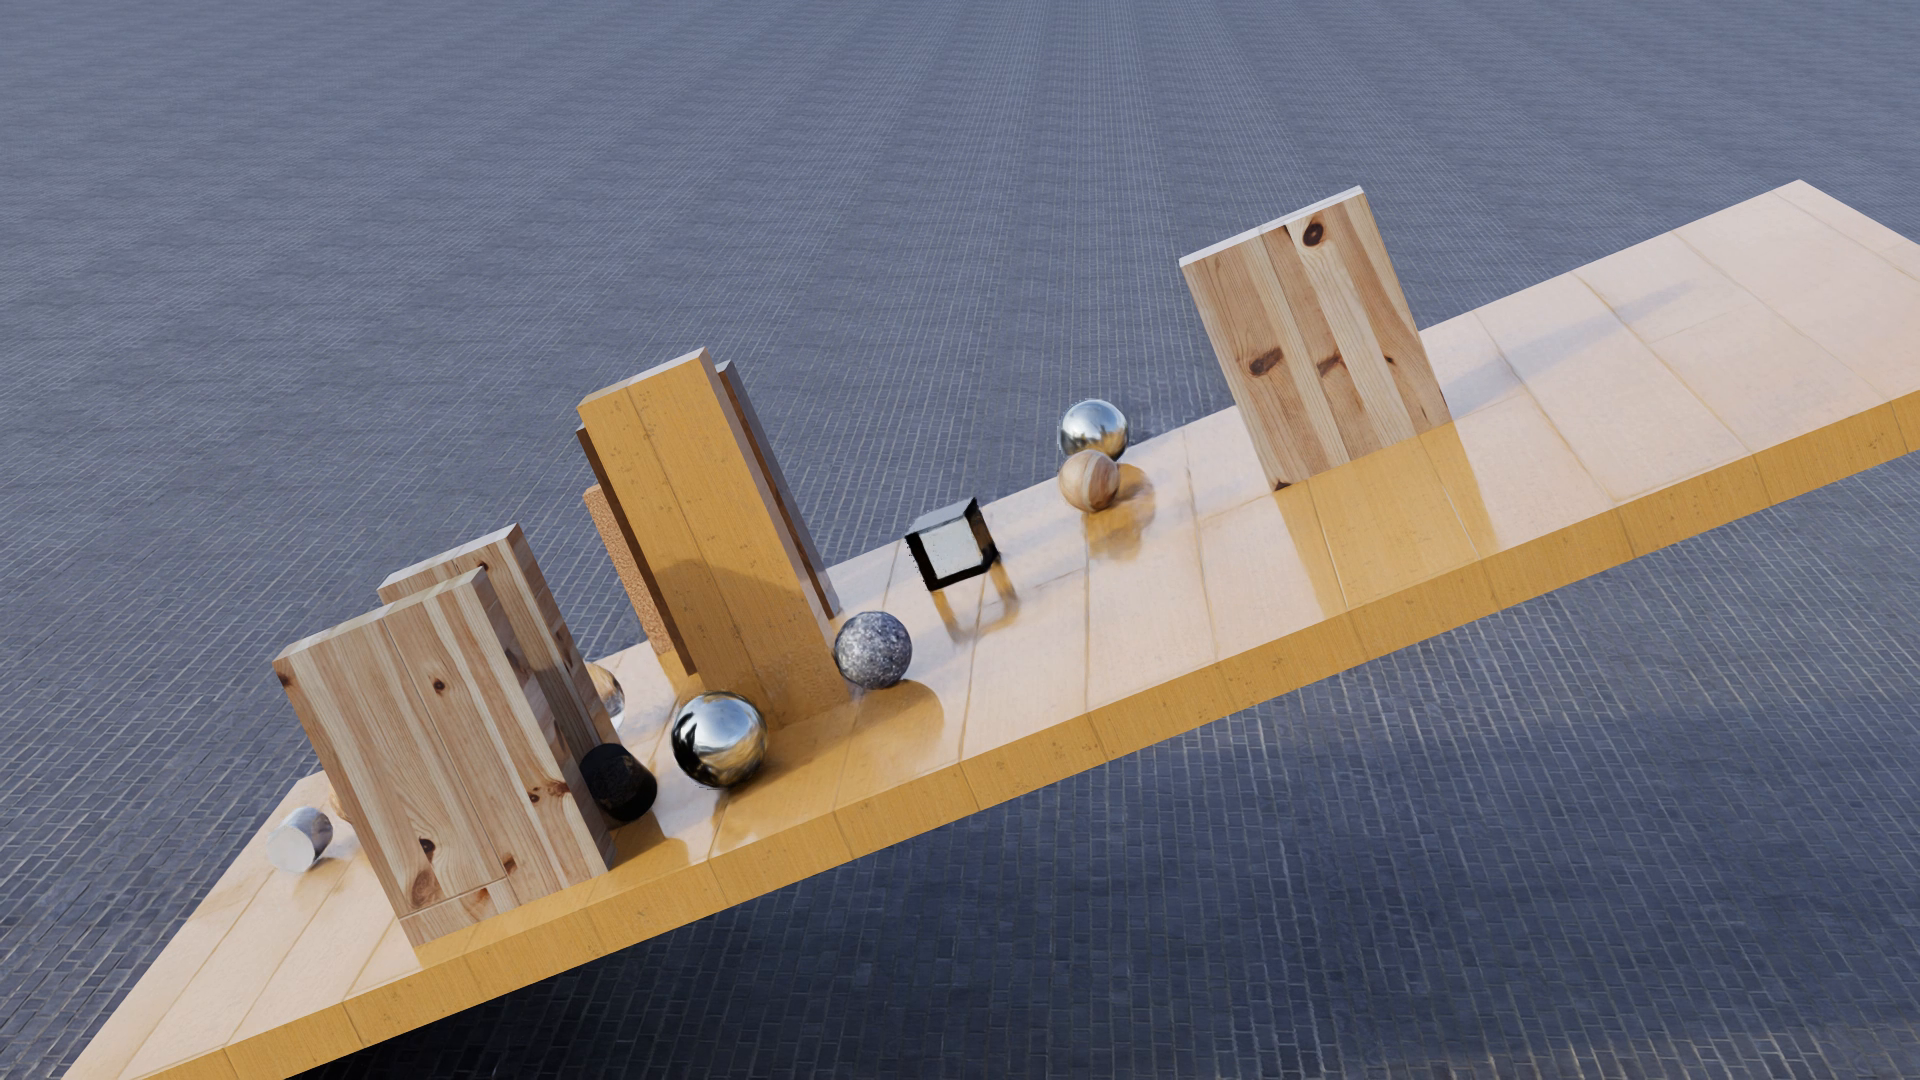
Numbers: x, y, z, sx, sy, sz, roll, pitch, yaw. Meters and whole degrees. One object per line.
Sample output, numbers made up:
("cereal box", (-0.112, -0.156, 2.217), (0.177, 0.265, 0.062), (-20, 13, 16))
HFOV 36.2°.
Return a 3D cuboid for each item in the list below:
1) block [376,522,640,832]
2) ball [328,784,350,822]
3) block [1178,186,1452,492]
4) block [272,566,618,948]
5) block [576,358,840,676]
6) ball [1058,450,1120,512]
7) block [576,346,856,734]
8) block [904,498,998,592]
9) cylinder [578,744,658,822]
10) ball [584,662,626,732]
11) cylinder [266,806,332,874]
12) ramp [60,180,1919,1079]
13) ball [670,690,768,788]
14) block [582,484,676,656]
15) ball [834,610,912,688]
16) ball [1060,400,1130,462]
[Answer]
("block", (-0.885, 0.312, 5.846), (0.282, 0.625, 0.119), (-22, 12, 8))
("ball", (-1.366, 0.575, 6.723), (0.154, 0.154, 0.154), (0, 14, 0))
("block", (0.749, -0.422, 6.198), (0.406, 0.520, 0.113), (-22, 12, 8))
("block", (-0.975, 0.415, 5.594), (0.415, 0.616, 0.115), (-22, 12, 8))
("block", (-0.579, -0.051, 6.805), (0.373, 0.628, 0.138), (-22, 12, 8))
("ball", (0.296, -0.135, 6.707), (0.141, 0.141, 0.141), (0, 14, 0))
("block", (-0.492, 0.017, 6.015), (0.269, 0.775, 0.119), (-22, 12, 8))
("block", (-0.018, 0.010, 6.667), (0.143, 0.143, 0.143), (-19, 13, 18))
("cylinder", (-0.668, 0.472, 5.732), (0.117, 0.117, 0.117), (6, -23, 23))
("ball", (-0.842, 0.369, 6.525), (0.200, 0.200, 0.200), (0, 14, 0))
("cylinder", (-1.479, 0.671, 6.585), (0.114, 0.114, 0.114), (2, 18, 9))
("ramp", (0.128, 0.172, 6.287), (4.000, 0.100, 2.000), (-22, 12, 8))
("ball", (-0.472, 0.391, 5.776), (0.191, 0.191, 0.191), (0, 14, 0))
("block", (-0.631, 0.003, 7.126), (0.415, 0.435, 0.080), (-22, 12, 8))
("ball", (-0.177, 0.224, 6.015), (0.160, 0.160, 0.160), (0, 14, 0))
("ball", (0.323, -0.254, 7.092), (0.169, 0.169, 0.169), (0, 14, 0))
